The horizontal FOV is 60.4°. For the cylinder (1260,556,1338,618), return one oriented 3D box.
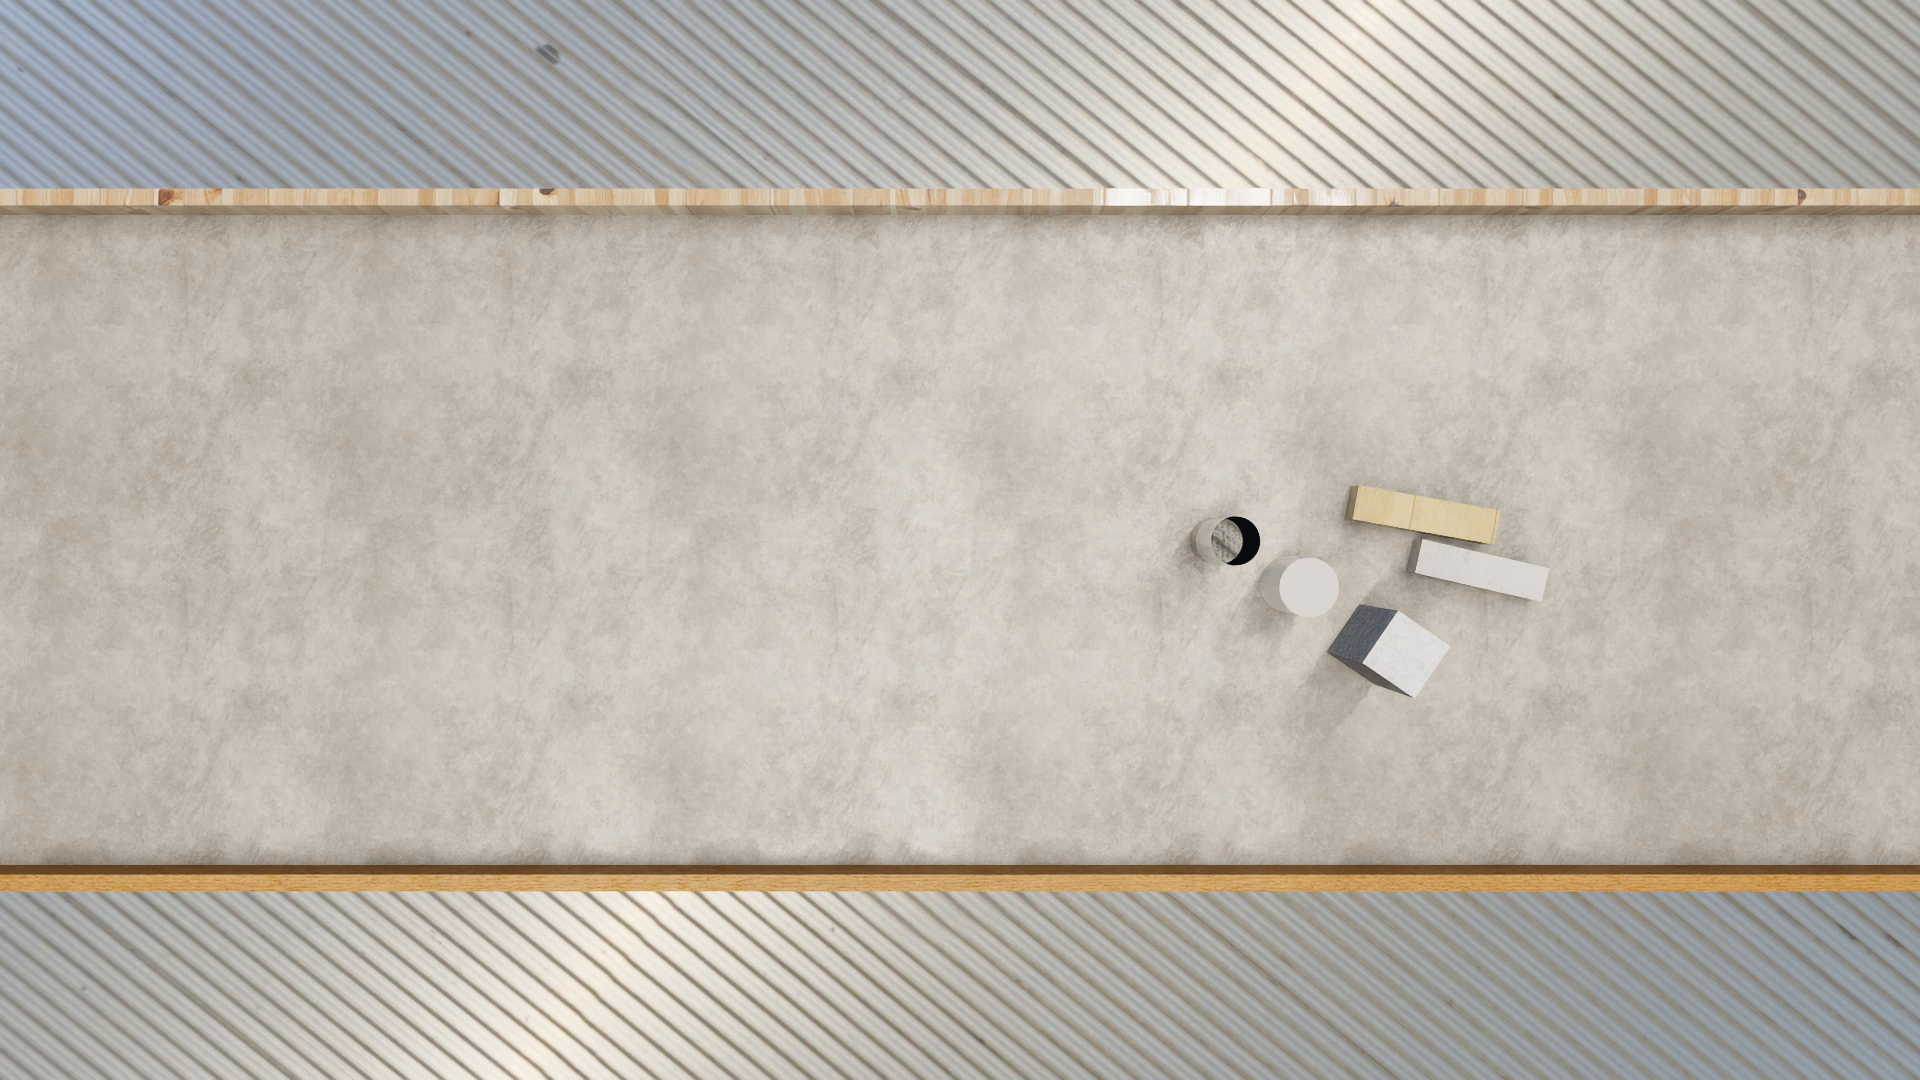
[{"bbox_3d":[1.009,0.137,4.922,0.172,0.310,0.172,0,90,0],"label":"cylinder"}]

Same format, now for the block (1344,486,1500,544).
[{"bbox_3d":[1.407,-0.076,5.024,0.435,0.104,0.104,10,90,0],"label":"block"}]

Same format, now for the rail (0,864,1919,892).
[{"bbox_3d":[-2.247,1.025,5.001,12.000,0.150,0.050,0,90,0],"label":"rail"}]

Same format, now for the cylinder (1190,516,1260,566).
[{"bbox_3d":[0.776,0.002,4.860,0.139,0.432,0.139,0,90,0],"label":"cylinder"}]

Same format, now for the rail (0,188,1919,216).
[{"bbox_3d":[-2.247,-1.025,5.002,12.000,0.150,0.050,0,90,0],"label":"rail"}]

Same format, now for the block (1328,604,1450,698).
[{"bbox_3d":[1.251,0.321,4.849,0.178,0.455,0.178,34,90,0],"label":"block"}]

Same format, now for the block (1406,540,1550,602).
[{"bbox_3d":[1.575,0.092,5.025,0.392,0.104,0.104,13,90,0],"label":"block"}]
